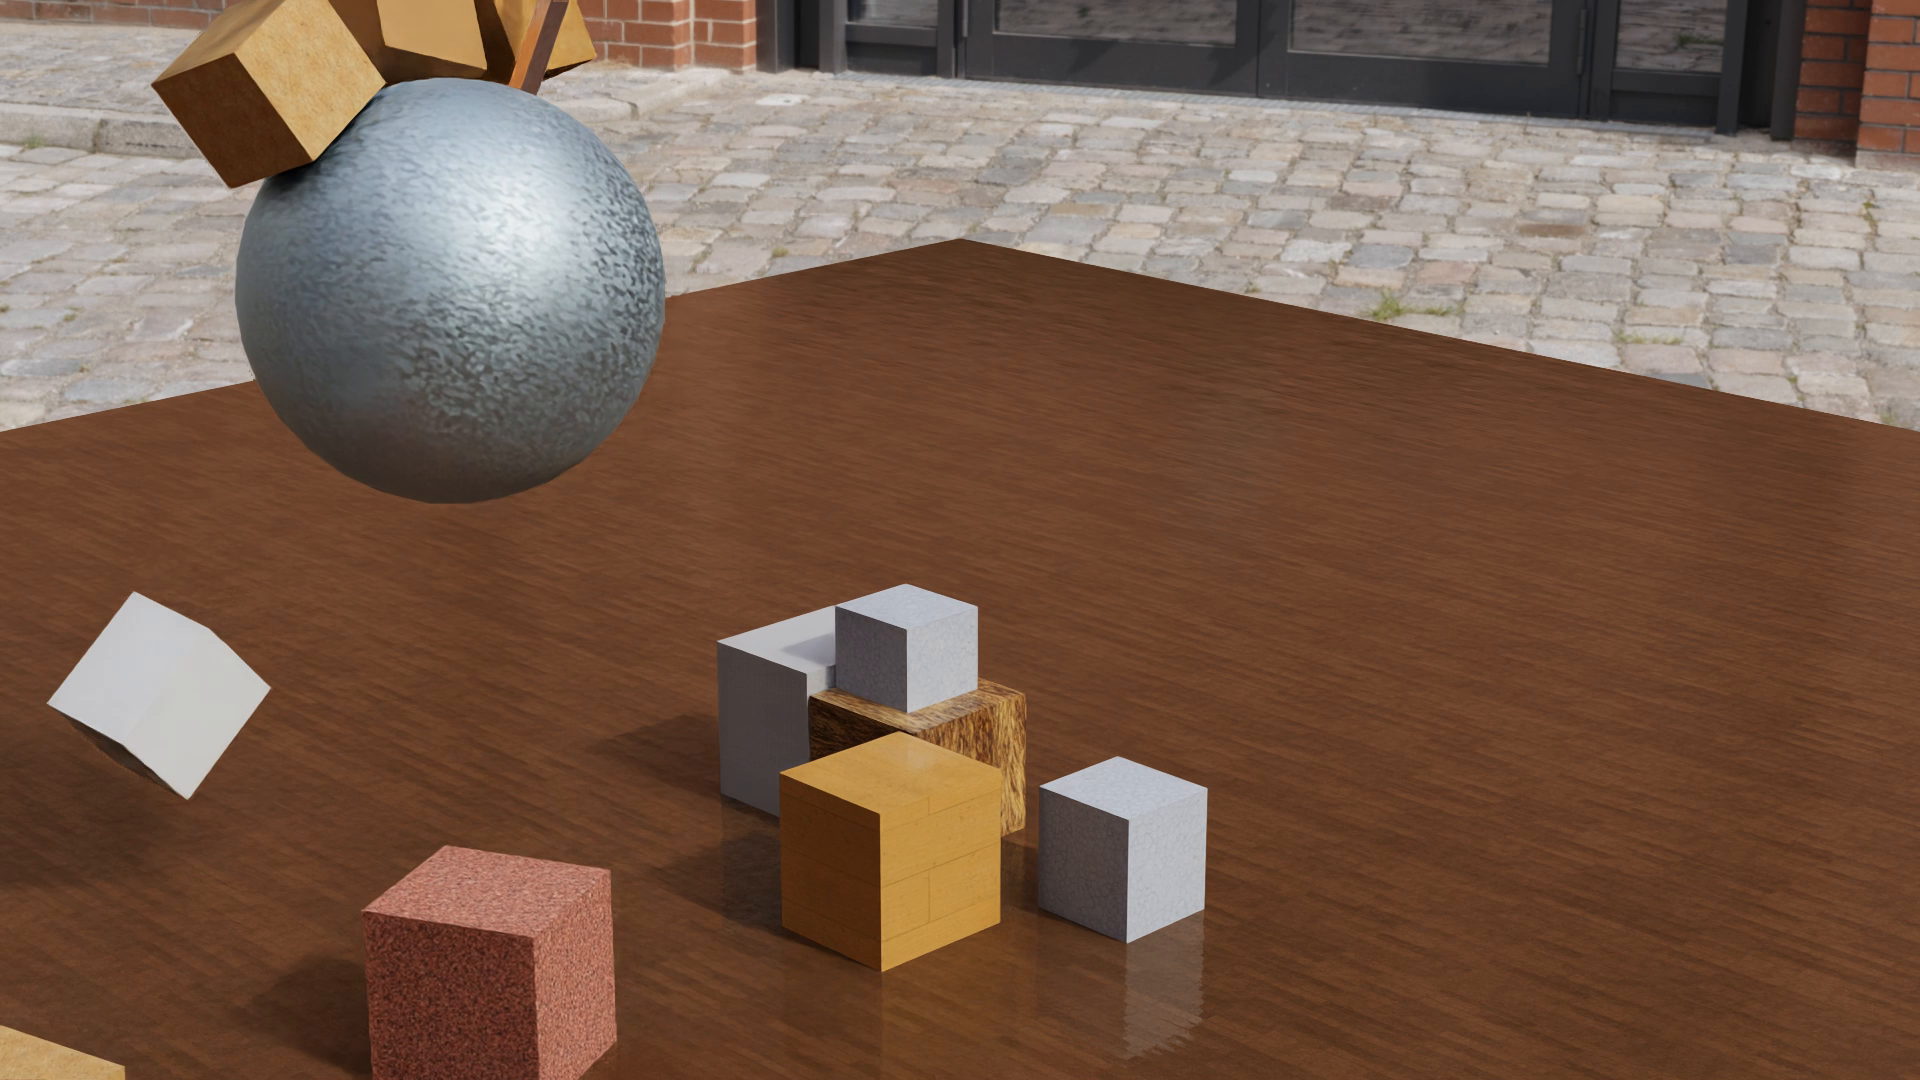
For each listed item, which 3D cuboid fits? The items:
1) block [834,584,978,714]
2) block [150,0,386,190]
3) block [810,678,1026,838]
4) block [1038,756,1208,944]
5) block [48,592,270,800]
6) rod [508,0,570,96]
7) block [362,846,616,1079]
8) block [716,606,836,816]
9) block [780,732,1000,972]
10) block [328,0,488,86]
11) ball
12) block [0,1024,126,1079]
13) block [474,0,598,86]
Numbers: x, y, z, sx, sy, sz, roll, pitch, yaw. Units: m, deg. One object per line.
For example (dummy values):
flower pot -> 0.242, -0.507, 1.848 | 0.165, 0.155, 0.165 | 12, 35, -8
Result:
block -> -0.251, 0.504, 13.789 | 0.461, 0.410, 0.485 | -17, 24, -42
block -> -2.484, -1.643, 10.551 | 0.465, 0.470, 0.503 | -10, 35, 37
block -> -0.196, 1.050, 13.869 | 0.739, 0.679, 0.698 | -17, 24, -42
block -> 0.720, 1.368, 13.024 | 0.513, 0.580, 0.537 | -16, 24, -42
block -> -2.771, 0.540, 10.160 | 0.409, 0.408, 0.484 | 21, 67, 34
rod -> -0.827, -4.155, 11.169 | 0.080, 5.200, 0.080 | 17, -3, 42
block -> -1.849, 1.728, 11.591 | 0.735, 0.753, 0.665 | 6, 18, 18
block -> -0.677, 0.853, 14.315 | 0.761, 0.789, 0.647 | -17, 24, -42
block -> -0.304, 1.350, 12.836 | 0.715, 0.727, 0.644 | -16, 24, -42
block -> -2.144, -1.919, 11.220 | 0.458, 0.418, 0.400 | 7, -29, -44
ball -> -1.909, -0.934, 11.047 | 1.600, 1.600, 1.600 | 0, 17, 0
block -> -3.406, 2.206, 10.212 | 0.671, 0.651, 0.770 | 10, 21, 29
block -> -1.843, -2.019, 11.668 | 0.497, 0.446, 0.465 | -15, 8, 36
